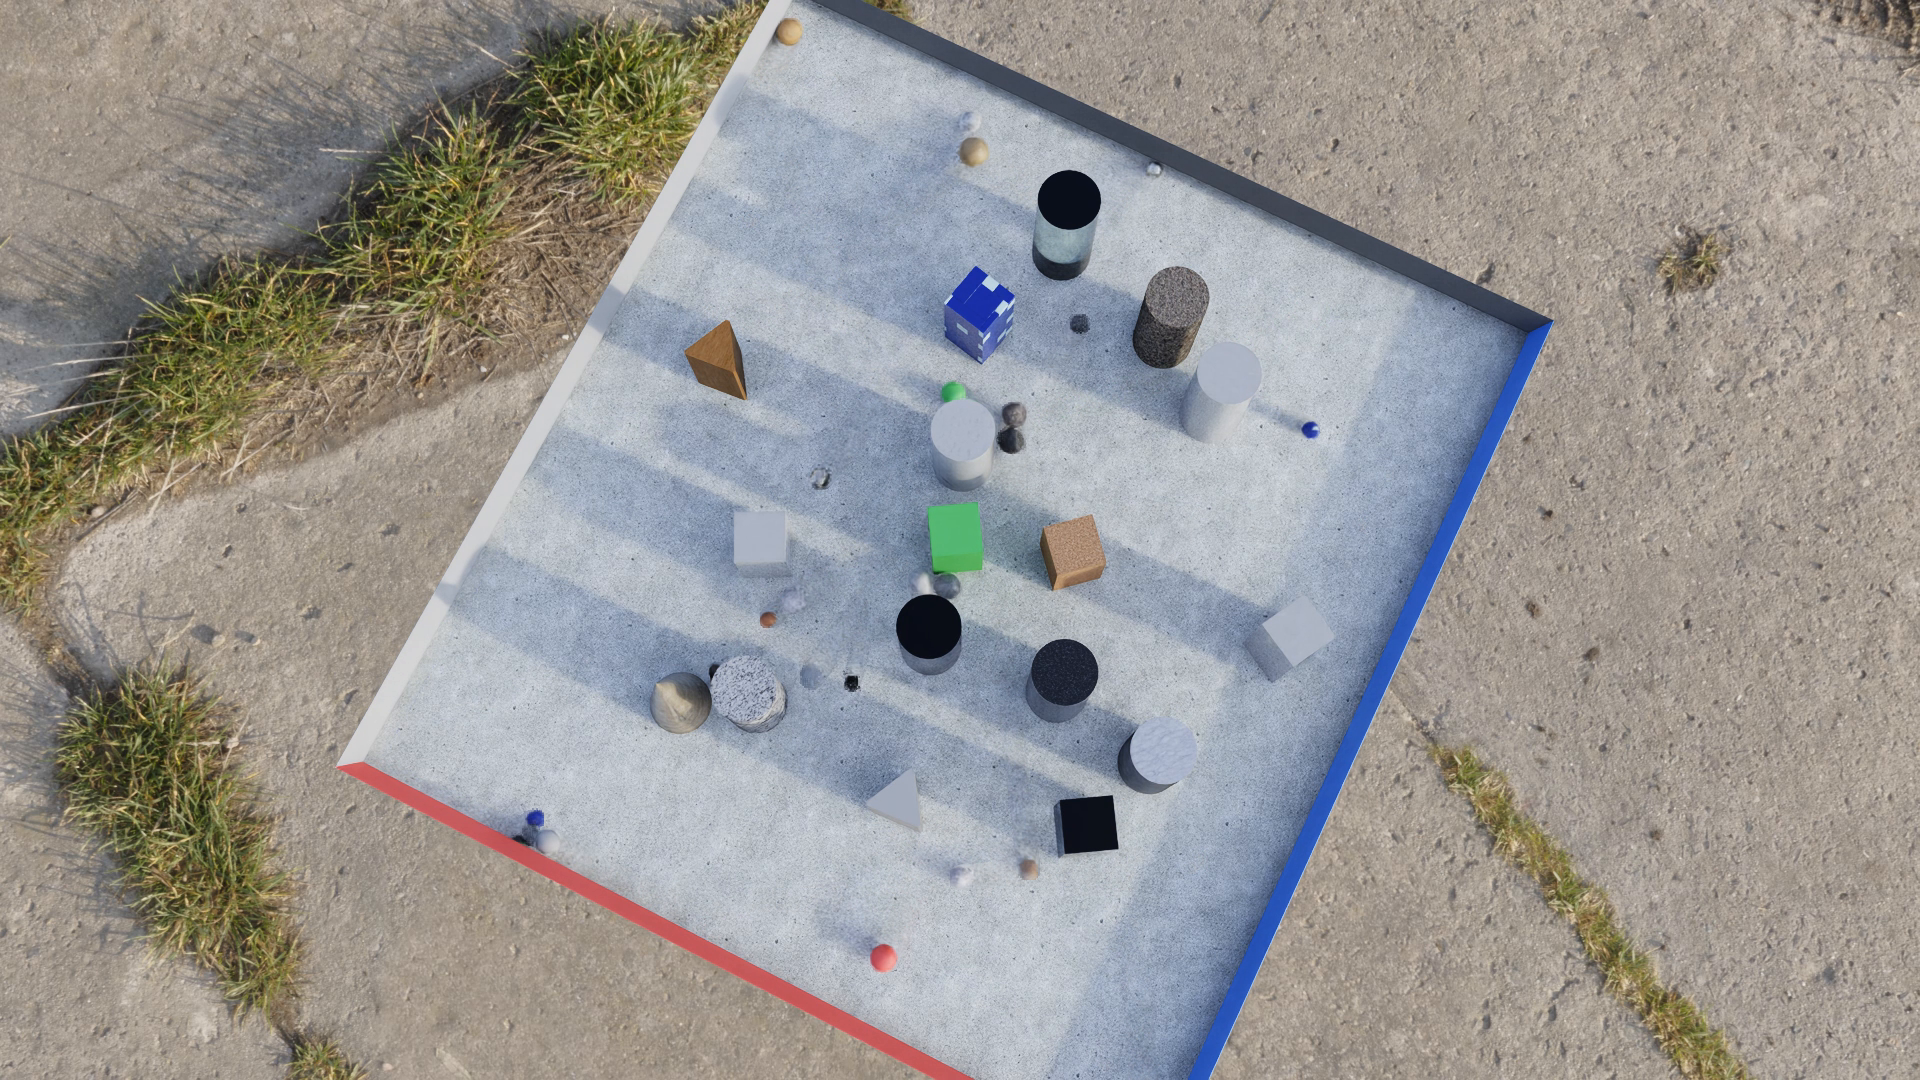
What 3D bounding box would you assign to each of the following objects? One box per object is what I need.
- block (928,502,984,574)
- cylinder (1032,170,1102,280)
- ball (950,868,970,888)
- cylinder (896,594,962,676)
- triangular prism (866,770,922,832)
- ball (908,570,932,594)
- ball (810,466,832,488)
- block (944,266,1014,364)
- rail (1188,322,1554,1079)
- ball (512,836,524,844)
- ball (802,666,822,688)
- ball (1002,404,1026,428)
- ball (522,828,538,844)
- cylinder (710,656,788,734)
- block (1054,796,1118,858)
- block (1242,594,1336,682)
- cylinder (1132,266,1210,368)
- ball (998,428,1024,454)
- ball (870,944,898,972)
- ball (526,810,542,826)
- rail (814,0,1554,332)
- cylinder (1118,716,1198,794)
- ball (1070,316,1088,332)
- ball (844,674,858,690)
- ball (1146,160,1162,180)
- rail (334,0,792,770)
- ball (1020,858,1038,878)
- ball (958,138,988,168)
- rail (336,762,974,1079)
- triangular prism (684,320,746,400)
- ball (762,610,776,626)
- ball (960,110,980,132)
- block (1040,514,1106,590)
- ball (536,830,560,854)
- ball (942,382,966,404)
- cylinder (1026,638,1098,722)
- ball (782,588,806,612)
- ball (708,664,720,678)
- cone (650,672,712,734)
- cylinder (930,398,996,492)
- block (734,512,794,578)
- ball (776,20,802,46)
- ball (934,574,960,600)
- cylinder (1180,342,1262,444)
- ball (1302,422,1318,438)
[{"bbox_3d":[-0.014,-0.002,5.474,0.150,0.279,0.150,-6,78,-1],"label":"block"},{"bbox_3d":[0.321,-0.954,5.591,0.187,0.436,0.187,0,78,0],"label":"cylinder"},{"bbox_3d":[0.002,0.991,5.381,0.060,0.060,0.060,0,78,0],"label":"ball"},{"bbox_3d":[-0.088,0.282,5.378,0.187,0.353,0.187,0,78,0],"label":"cylinder"},{"bbox_3d":[-0.161,0.738,5.288,0.162,0.345,0.140,22,79,4],"label":"triangular prism"},{"bbox_3d":[-0.119,0.130,5.552,0.073,0.073,0.073,0,78,0],"label":"ball"},{"bbox_3d":[-0.428,-0.192,5.622,0.066,0.066,0.066,0,78,0],"label":"ball"},{"bbox_3d":[0.058,-0.682,5.593,0.150,0.322,0.150,38,81,7],"label":"block"},{"bbox_3d":[1.167,0.578,5.434,0.045,0.121,2.857,26,80,5],"label":"rail"},{"bbox_3d":[-1.306,0.892,5.411,0.041,0.041,0.041,0,78,0],"label":"ball"},{"bbox_3d":[-0.444,0.411,5.500,0.062,0.062,0.062,0,78,0],"label":"ball"},{"bbox_3d":[0.169,-0.383,5.657,0.076,0.076,0.076,0,78,0],"label":"ball"},{"bbox_3d":[-1.267,0.872,5.412,0.047,0.047,0.047,0,78,0],"label":"ball"},{"bbox_3d":[-0.611,0.454,5.347,0.187,0.344,0.187,0,78,0],"label":"cylinder"},{"bbox_3d":[0.358,0.826,5.263,0.150,0.358,0.150,-5,78,-1],"label":"block"},{"bbox_3d":[0.959,0.294,5.368,0.150,0.368,0.150,-34,80,-7],"label":"block"},{"bbox_3d":[0.634,-0.668,5.544,0.187,0.413,0.187,0,78,0],"label":"cylinder"},{"bbox_3d":[0.158,-0.304,5.639,0.079,0.079,0.079,0,78,0],"label":"ball"},{"bbox_3d":[-0.221,1.214,5.326,0.077,0.077,0.077,0,78,0],"label":"ball"},{"bbox_3d":[-1.259,0.824,5.422,0.047,0.047,0.047,0,78,0],"label":"ball"},{"bbox_3d":[0.628,-1.224,5.806,2.658,0.121,0.045,26,80,5],"label":"rail"},{"bbox_3d":[0.564,0.624,5.274,0.187,0.418,0.187,0,78,0],"label":"cylinder"},{"bbox_3d":[0.373,-0.675,5.728,0.055,0.055,0.055,0,78,0],"label":"ball"},{"bbox_3d":[-0.325,0.427,5.506,0.044,0.044,0.044,0,78,0],"label":"ball"},{"bbox_3d":[0.617,-1.177,5.831,0.057,0.057,0.057,0,78,0],"label":"ball"},{"bbox_3d":[-1.167,-0.565,5.670,0.045,0.121,2.857,26,80,5],"label":"rail"},{"bbox_3d":[0.202,0.966,5.388,0.056,0.056,0.056,0,78,0],"label":"ball"},{"bbox_3d":[0.041,-1.232,5.823,0.094,0.094,0.094,0,78,0],"label":"ball"},{"bbox_3d":[-0.628,1.237,5.298,2.658,0.121,0.045,26,80,5],"label":"rail"},{"bbox_3d":[-0.715,-0.560,5.578,0.162,0.301,0.140,21,79,4],"label":"triangular prism"},{"bbox_3d":[-0.578,0.238,5.543,0.047,0.047,0.047,0,78,0],"label":"ball"},{"bbox_3d":[0.032,-1.336,5.857,0.069,0.069,0.069,0,78,0],"label":"ball"},{"bbox_3d":[0.336,0.039,5.478,0.150,0.254,0.150,-15,79,-3],"label":"block"},{"bbox_3d":[-1.212,0.890,5.396,0.072,0.072,0.072,0,78,0],"label":"ball"},{"bbox_3d":[-0.019,-0.450,5.672,0.074,0.074,0.074,0,78,0],"label":"ball"},{"bbox_3d":[0.291,0.412,5.300,0.187,0.453,0.187,0,78,0],"label":"cylinder"},{"bbox_3d":[-0.500,0.184,5.541,0.073,0.073,0.073,0,78,0],"label":"ball"},{"bbox_3d":[-0.732,0.398,5.509,0.049,0.049,0.049,0,78,0],"label":"ball"},{"bbox_3d":[-0.840,0.443,5.287,0.187,0.466,0.187,0,78,0],"label":"cone"},{"bbox_3d":[0.009,-0.279,5.477,0.187,0.386,0.187,0,78,0],"label":"cylinder"},{"bbox_3d":[-0.586,0.016,5.484,0.150,0.254,0.150,-1,78,0],"label":"block"},{"bbox_3d":[-0.551,-1.639,5.914,0.081,0.081,0.081,0,78,0],"label":"ball"},{"bbox_3d":[-0.038,0.141,5.546,0.080,0.080,0.080,0,78,0],"label":"ball"},{"bbox_3d":[0.774,-0.435,5.482,0.187,0.440,0.187,0,78,0],"label":"cylinder"},{"bbox_3d":[1.081,-0.342,5.661,0.051,0.051,0.051,0,78,0],"label":"ball"}]
